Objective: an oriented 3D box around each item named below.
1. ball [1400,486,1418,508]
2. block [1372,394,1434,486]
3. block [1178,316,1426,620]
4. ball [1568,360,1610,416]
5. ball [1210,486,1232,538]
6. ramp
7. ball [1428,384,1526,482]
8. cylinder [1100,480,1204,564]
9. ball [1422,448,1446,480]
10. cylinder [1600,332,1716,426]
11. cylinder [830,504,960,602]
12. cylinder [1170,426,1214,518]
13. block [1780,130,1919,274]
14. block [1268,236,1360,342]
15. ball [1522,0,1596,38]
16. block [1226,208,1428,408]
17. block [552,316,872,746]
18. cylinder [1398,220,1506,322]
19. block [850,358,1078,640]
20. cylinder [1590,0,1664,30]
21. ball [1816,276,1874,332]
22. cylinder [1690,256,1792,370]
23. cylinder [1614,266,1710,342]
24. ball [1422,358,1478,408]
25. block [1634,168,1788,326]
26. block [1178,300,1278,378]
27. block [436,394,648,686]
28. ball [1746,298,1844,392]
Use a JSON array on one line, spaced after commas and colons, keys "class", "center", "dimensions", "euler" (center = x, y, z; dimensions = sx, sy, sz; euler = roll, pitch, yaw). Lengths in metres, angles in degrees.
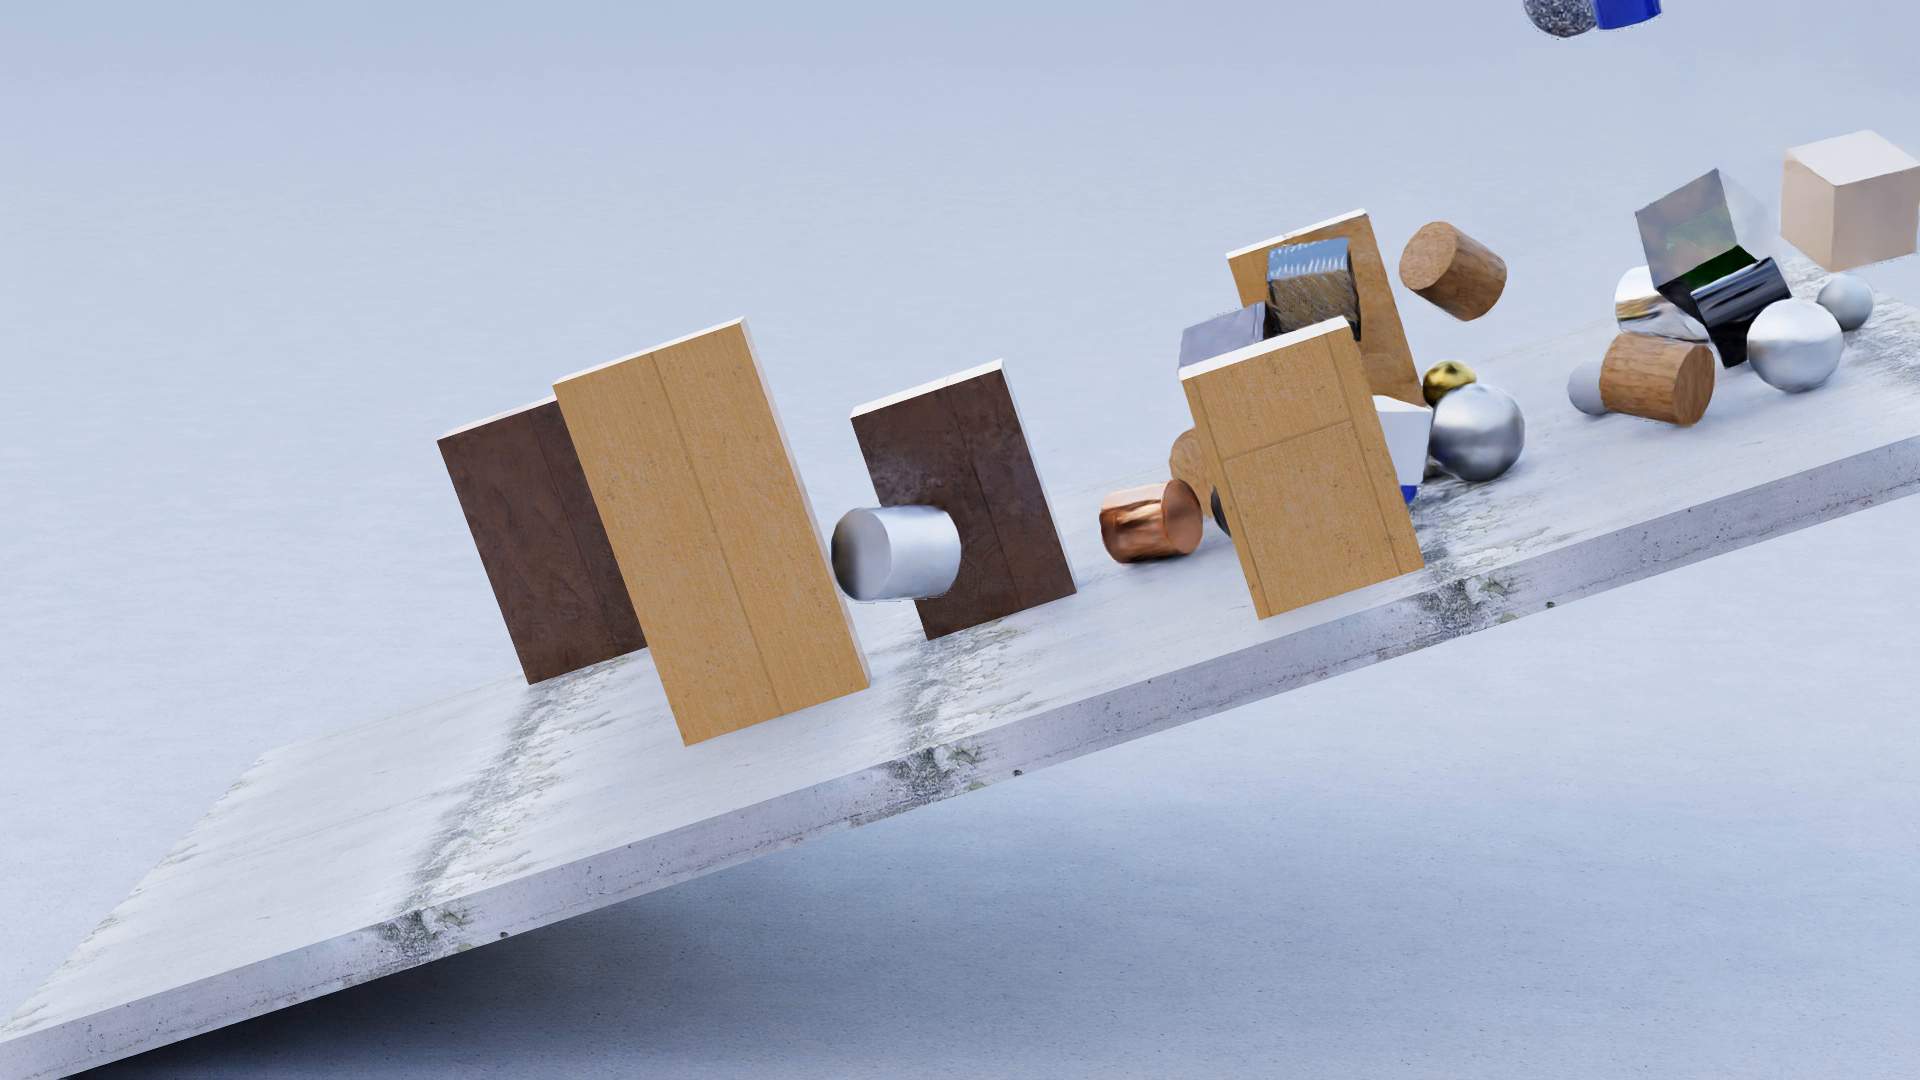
[{"class": "ball", "center": [0.860, -0.110, 5.885], "dimensions": [0.113, 0.113, 0.113], "euler": [0, 12, 0]}, {"class": "block", "center": [0.804, -0.195, 5.722], "dimensions": [0.148, 0.148, 0.148], "euler": [-2, 15, -36]}, {"class": "block", "center": [0.630, -0.134, 5.434], "dimensions": [0.320, 0.472, 0.136], "euler": [-18, 11, 6]}, {"class": "ball", "center": [1.321, -0.317, 6.111], "dimensions": [0.117, 0.117, 0.117], "euler": [0, 12, 0]}, {"class": "ball", "center": [0.600, -0.078, 6.015], "dimensions": [0.173, 0.173, 0.173], "euler": [0, 12, 0]}, {"class": "ramp", "center": [0.106, 0.181, 6.306], "dimensions": [4.000, 0.100, 2.000], "euler": [-18, 11, 6]}, {"class": "ball", "center": [1.033, -0.215, 5.886], "dimensions": [0.197, 0.197, 0.197], "euler": [0, 12, 0]}, {"class": "cylinder", "center": [0.403, -0.038, 6.193], "dimensions": [0.157, 0.157, 0.157], "euler": [-11, 3, 37]}, {"class": "ball", "center": [0.963, -0.183, 6.067], "dimensions": [0.115, 0.115, 0.115], "euler": [0, 12, 0]}, {"class": "cylinder", "center": [1.371, -0.317, 5.781], "dimensions": [0.162, 0.162, 0.162], "euler": [16, 19, 40]}, {"class": "cylinder", "center": [-0.130, 0.025, 5.951], "dimensions": [0.187, 0.187, 0.187], "euler": [-4, 11, -43]}, {"class": "cylinder", "center": [0.603, -0.181, 6.421], "dimensions": [0.209, 0.209, 0.209], "euler": [10, 27, 38]}, {"class": "block", "center": [1.756, -0.669, 5.803], "dimensions": [0.190, 0.190, 0.190], "euler": [-14, 33, -11]}, {"class": "block", "center": [0.750, -0.519, 6.221], "dimensions": [0.168, 0.168, 0.168], "euler": [-8, 28, 12]}, {"class": "ball", "center": [1.275, -1.152, 6.185], "dimensions": [0.185, 0.185, 0.185], "euler": [0, 12, 0]}, {"class": "block", "center": [0.825, -0.446, 6.569], "dimensions": [0.321, 0.504, 0.102], "euler": [-18, 11, 6]}, {"class": "block", "center": [-0.495, -0.014, 5.938], "dimensions": [0.397, 0.784, 0.096], "euler": [-18, 11, 6]}, {"class": "cylinder", "center": [1.072, -0.584, 6.397], "dimensions": [0.164, 0.164, 0.164], "euler": [26, -4, -33]}, {"class": "block", "center": [0.011, -0.085, 6.183], "dimensions": [0.330, 0.500, 0.139], "euler": [-18, 11, 6]}, {"class": "cylinder", "center": [1.275, -1.065, 5.658], "dimensions": [0.129, 0.129, 0.129], "euler": [-17, 16, 5]}, {"class": "ball", "center": [1.834, -0.491, 6.097], "dimensions": [0.116, 0.116, 0.116], "euler": [0, 12, 0]}, {"class": "cylinder", "center": [1.637, -0.471, 6.109], "dimensions": [0.178, 0.178, 0.178], "euler": [-25, 7, 13]}, {"class": "cylinder", "center": [1.582, -0.523, 6.514], "dimensions": [0.183, 0.183, 0.183], "euler": [-9, 3, -35]}, {"class": "ball", "center": [1.092, -0.342, 6.554], "dimensions": [0.124, 0.124, 0.124], "euler": [0, 12, 0]}, {"class": "block", "center": [1.597, -0.622, 6.255], "dimensions": [0.204, 0.204, 0.204], "euler": [-29, -38, 34]}, {"class": "block", "center": [0.593, -0.354, 6.246], "dimensions": [0.191, 0.191, 0.191], "euler": [-19, 28, 20]}, {"class": "block", "center": [-0.943, -0.023, 7.147], "dimensions": [0.437, 0.638, 0.135], "euler": [-18, 11, 6]}, {"class": "ball", "center": [1.624, -0.380, 5.726], "dimensions": [0.182, 0.182, 0.182], "euler": [0, 12, 0]}]
